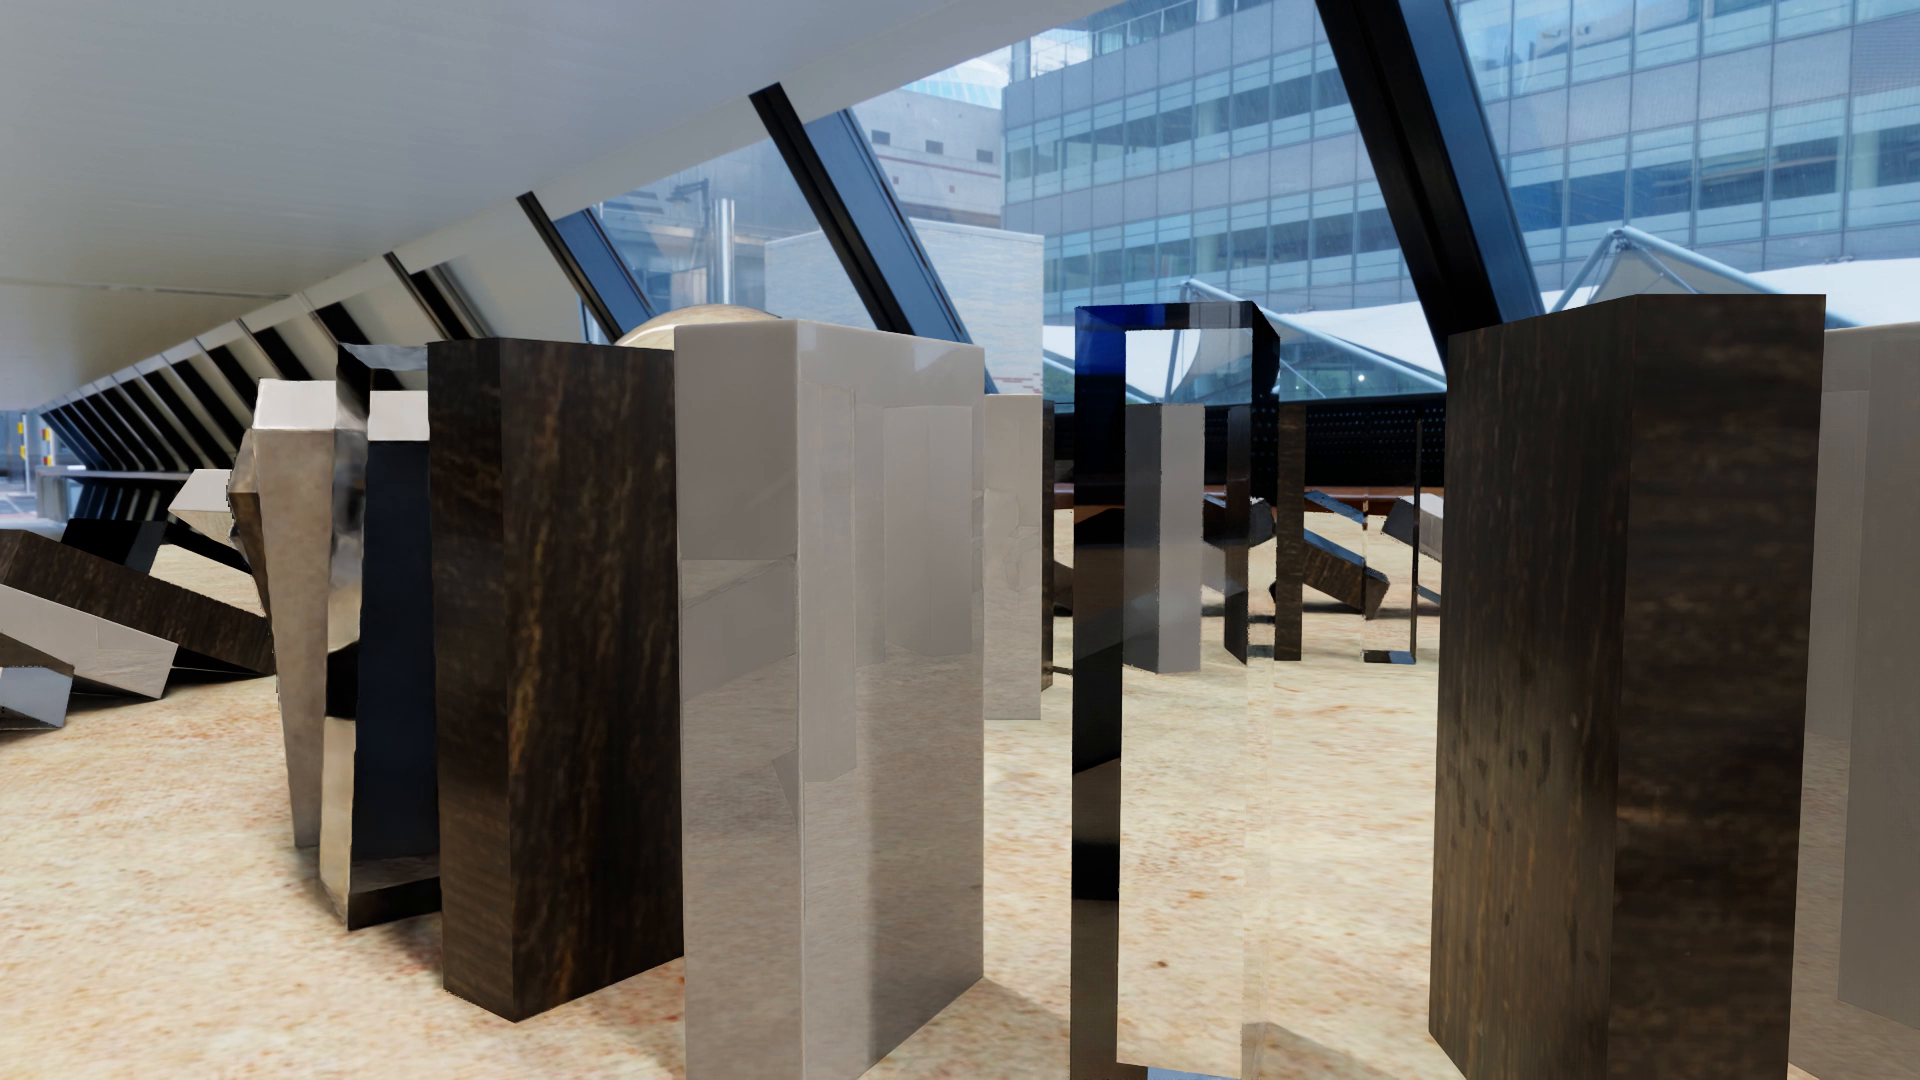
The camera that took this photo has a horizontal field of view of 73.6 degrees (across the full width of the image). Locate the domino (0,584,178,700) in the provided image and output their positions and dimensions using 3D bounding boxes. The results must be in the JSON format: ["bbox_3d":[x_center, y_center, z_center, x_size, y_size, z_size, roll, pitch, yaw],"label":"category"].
[{"bbox_3d":[-0.151,0.013,0.196,0.025,0.009,0.050,1,-20,18],"label":"domino"}]

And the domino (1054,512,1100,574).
[{"bbox_3d":[0.036,0.003,0.333,0.050,0.010,0.025,24,3,-3],"label":"domino"}]

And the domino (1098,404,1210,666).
[{"bbox_3d":[0.039,-0.002,0.258,0.009,0.050,0.025,-2,5,-24],"label":"domino"}]

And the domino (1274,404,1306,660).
[{"bbox_3d":[0.062,-0.002,0.262,0.010,0.050,0.025,0,4,1],"label":"domino"}]

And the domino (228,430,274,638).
[{"bbox_3d":[-0.064,0.009,0.148,0.025,0.050,0.010,-1,45,-15],"label":"domino"}]

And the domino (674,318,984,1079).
[{"bbox_3d":[-0.008,0.011,0.092,0.009,0.050,0.025,2,5,28],"label":"domino"}]

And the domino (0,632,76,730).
[{"bbox_3d":[-0.145,0.015,0.169,0.025,0.009,0.050,0,-21,-5],"label":"domino"}]

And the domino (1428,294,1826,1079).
[{"bbox_3d":[0.039,0.012,0.079,0.009,0.050,0.025,0,4,0],"label":"domino"}]

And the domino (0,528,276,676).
[{"bbox_3d":[-0.146,0.011,0.220,0.025,0.009,0.050,2,-20,22],"label":"domino"}]

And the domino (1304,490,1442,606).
[{"bbox_3d":[0.110,0.003,0.331,0.050,0.009,0.025,29,16,23],"label":"domino"}]

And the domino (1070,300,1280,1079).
[{"bbox_3d":[0.015,0.011,0.082,0.009,0.050,0.025,1,4,17],"label":"domino"}]

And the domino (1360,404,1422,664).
[{"bbox_3d":[0.087,-0.002,0.259,0.009,0.050,0.025,1,4,15],"label":"domino"}]

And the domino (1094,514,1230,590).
[{"bbox_3d":[0.060,0.003,0.335,0.050,0.009,0.025,25,6,3],"label":"domino"}]

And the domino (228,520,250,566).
[{"bbox_3d":[-0.072,0.010,0.169,0.025,0.009,0.050,0,-35,-3],"label":"domino"}]

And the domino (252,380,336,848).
[{"bbox_3d":[-0.055,0.009,0.131,0.025,0.050,0.009,-2,34,-23],"label":"domino"}]

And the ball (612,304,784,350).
[{"bbox_3d":[-0.065,-0.024,0.348,0.080,0.080,0.080,0,4,0],"label":"ball"}]

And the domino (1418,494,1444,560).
[{"bbox_3d":[0.134,0.004,0.322,0.050,0.009,0.025,33,23,34],"label":"domino"}]

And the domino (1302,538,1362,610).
[{"bbox_3d":[0.086,0.003,0.335,0.050,0.009,0.025,26,11,12],"label":"domino"}]

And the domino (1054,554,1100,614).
[{"bbox_3d":[0.012,0.003,0.328,0.050,0.010,0.025,24,0,-9],"label":"domino"}]

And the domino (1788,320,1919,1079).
[{"bbox_3d":[0.063,0.011,0.082,0.010,0.050,0.025,-1,4,-13],"label":"domino"}]

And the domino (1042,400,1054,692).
[{"bbox_3d":[0.003,0.001,0.225,0.025,0.050,0.009,2,5,20],"label":"domino"}]

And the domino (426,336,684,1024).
[{"bbox_3d":[-0.029,0.010,0.105,0.009,0.050,0.025,4,6,38],"label":"domino"}]

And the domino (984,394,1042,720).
[{"bbox_3d":[0.000,0.002,0.201,0.025,0.050,0.010,0,4,0],"label":"domino"}]

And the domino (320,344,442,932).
[{"bbox_3d":[-0.043,0.008,0.117,0.025,0.050,0.010,-4,21,-40],"label":"domino"}]

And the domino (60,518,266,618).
[{"bbox_3d":[-0.137,0.010,0.241,0.025,0.010,0.050,2,-20,22],"label":"domino"}]

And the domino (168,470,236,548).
[{"bbox_3d":[-0.129,0.004,0.260,0.025,0.009,0.050,2,-32,29],"label":"domino"}]

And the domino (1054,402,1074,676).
[{"bbox_3d":[0.018,-0.001,0.244,0.009,0.050,0.025,-4,6,-41],"label":"domino"}]
